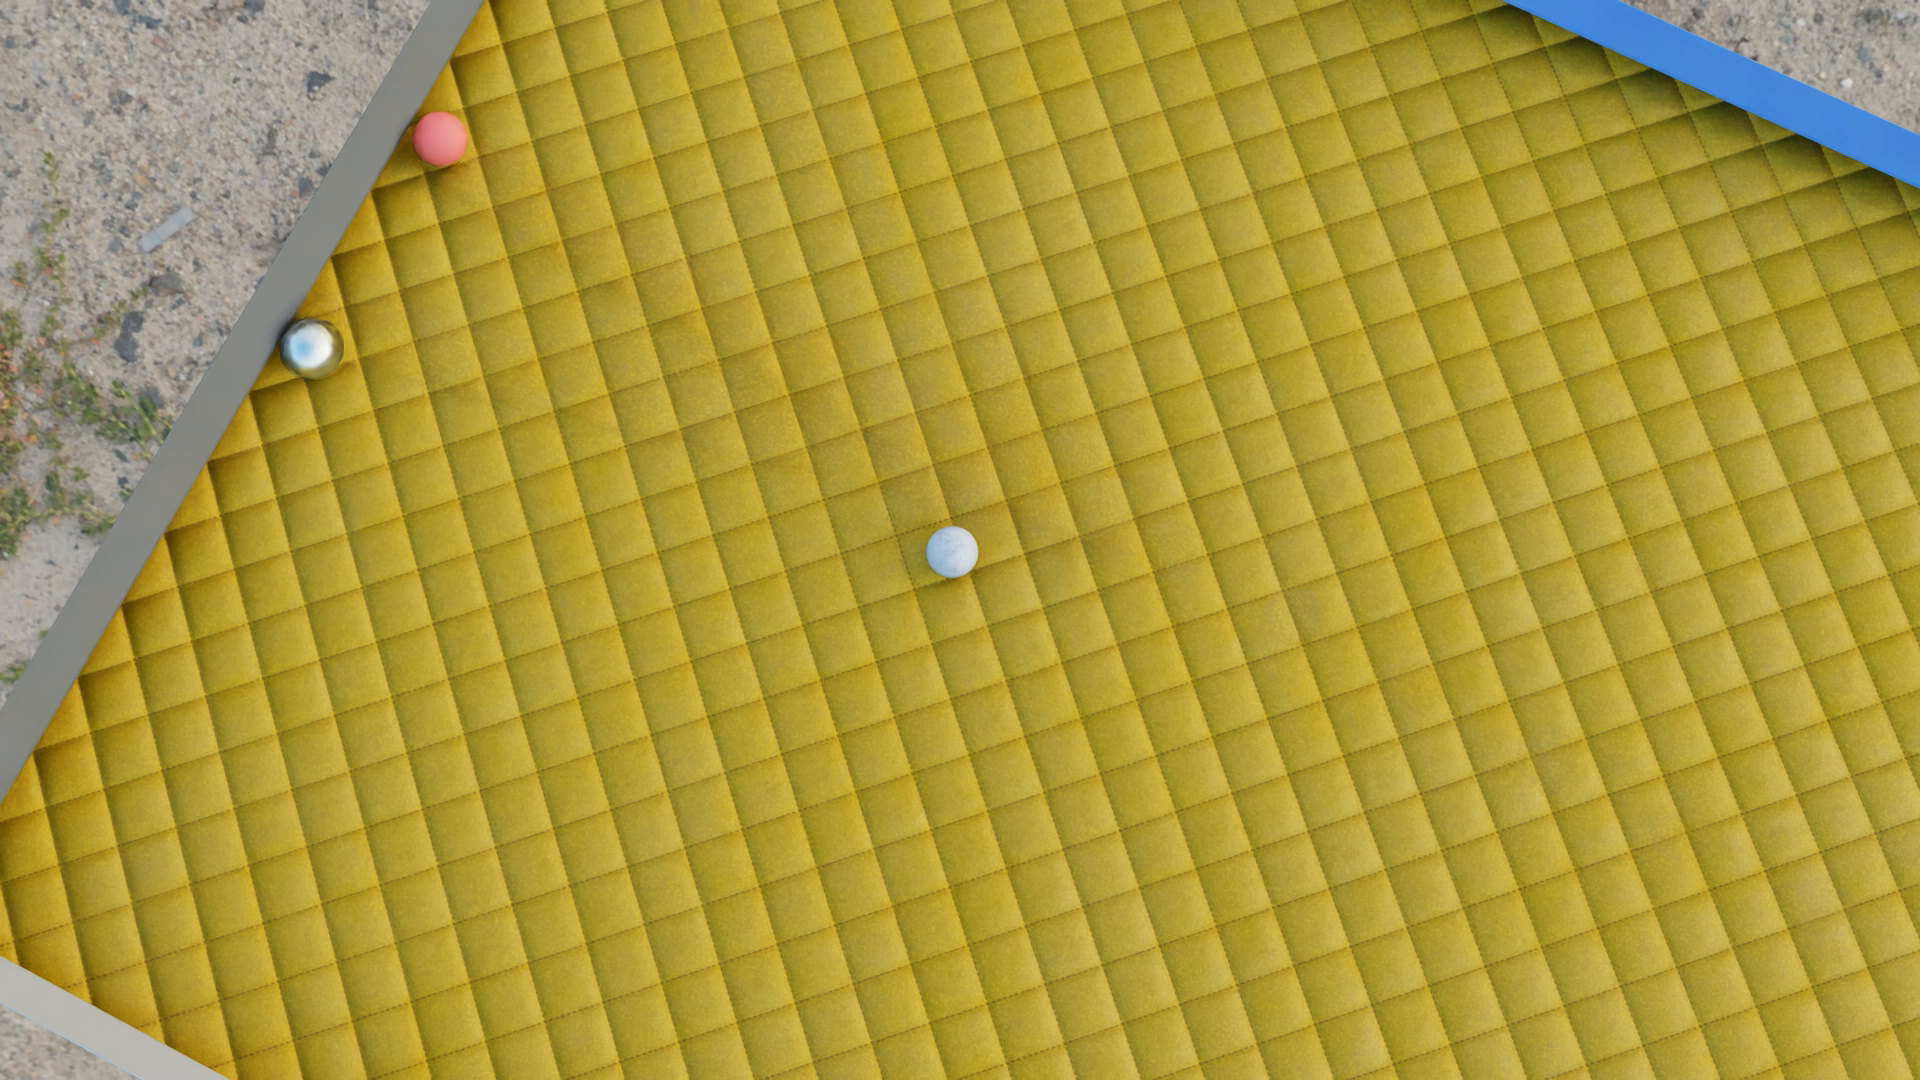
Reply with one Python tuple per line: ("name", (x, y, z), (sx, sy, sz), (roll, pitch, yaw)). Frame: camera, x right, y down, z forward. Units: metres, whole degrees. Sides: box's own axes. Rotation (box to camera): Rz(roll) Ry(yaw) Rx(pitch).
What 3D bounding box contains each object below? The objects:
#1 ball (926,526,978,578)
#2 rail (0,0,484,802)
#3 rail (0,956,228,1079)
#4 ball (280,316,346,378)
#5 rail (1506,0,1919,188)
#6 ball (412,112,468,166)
("ball", (-0.012, 0.018, 3.310), (0.079, 0.079, 0.079), (0, 77, 0))
("rail", (-0.974, -0.483, 3.403), (0.045, 0.123, 2.432), (26, 78, 6))
("rail", (0.458, 1.522, 2.939), (4.458, 0.123, 0.045), (26, 78, 6))
("ball", (-0.993, -0.295, 3.375), (0.095, 0.095, 0.095), (0, 77, 0))
("rail", (1.532, -0.553, 3.419), (4.458, 0.123, 0.045), (26, 78, 6))
("ball", (-0.818, -0.630, 3.458), (0.084, 0.084, 0.084), (0, 77, 0))
